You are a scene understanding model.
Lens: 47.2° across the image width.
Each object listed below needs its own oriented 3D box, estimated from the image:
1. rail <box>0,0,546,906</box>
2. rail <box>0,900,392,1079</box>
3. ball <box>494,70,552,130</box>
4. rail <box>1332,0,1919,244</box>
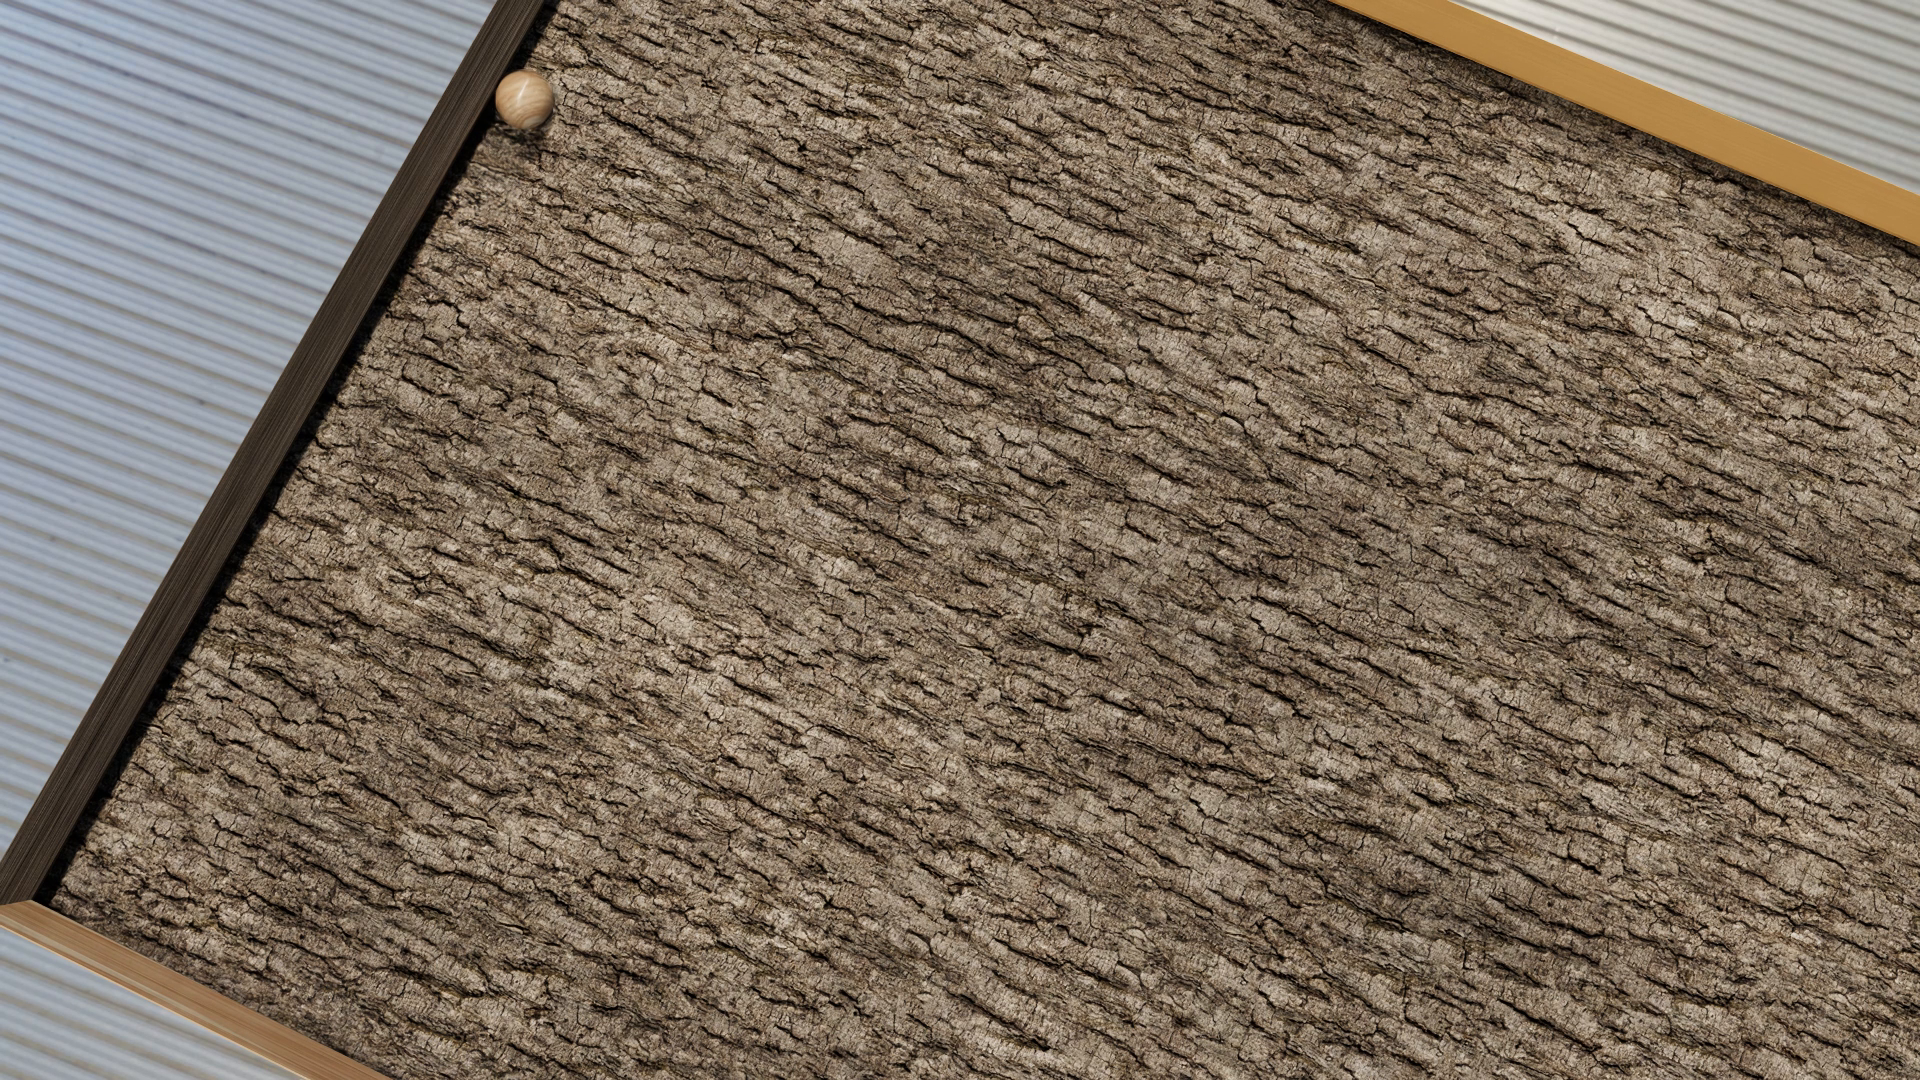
[{"bbox_3d":[-0.911,-0.419,3.426,0.045,0.119,2.217,24,77,6],"label":"rail"},{"bbox_3d":[0.472,1.367,2.958,4.119,0.119,0.045,24,77,6],"label":"rail"},{"bbox_3d":[-0.698,-0.703,3.516,0.092,0.092,0.092,0,75,0],"label":"ball"},{"bbox_3d":[1.393,-0.534,3.457,4.119,0.119,0.045,24,77,6],"label":"rail"}]
